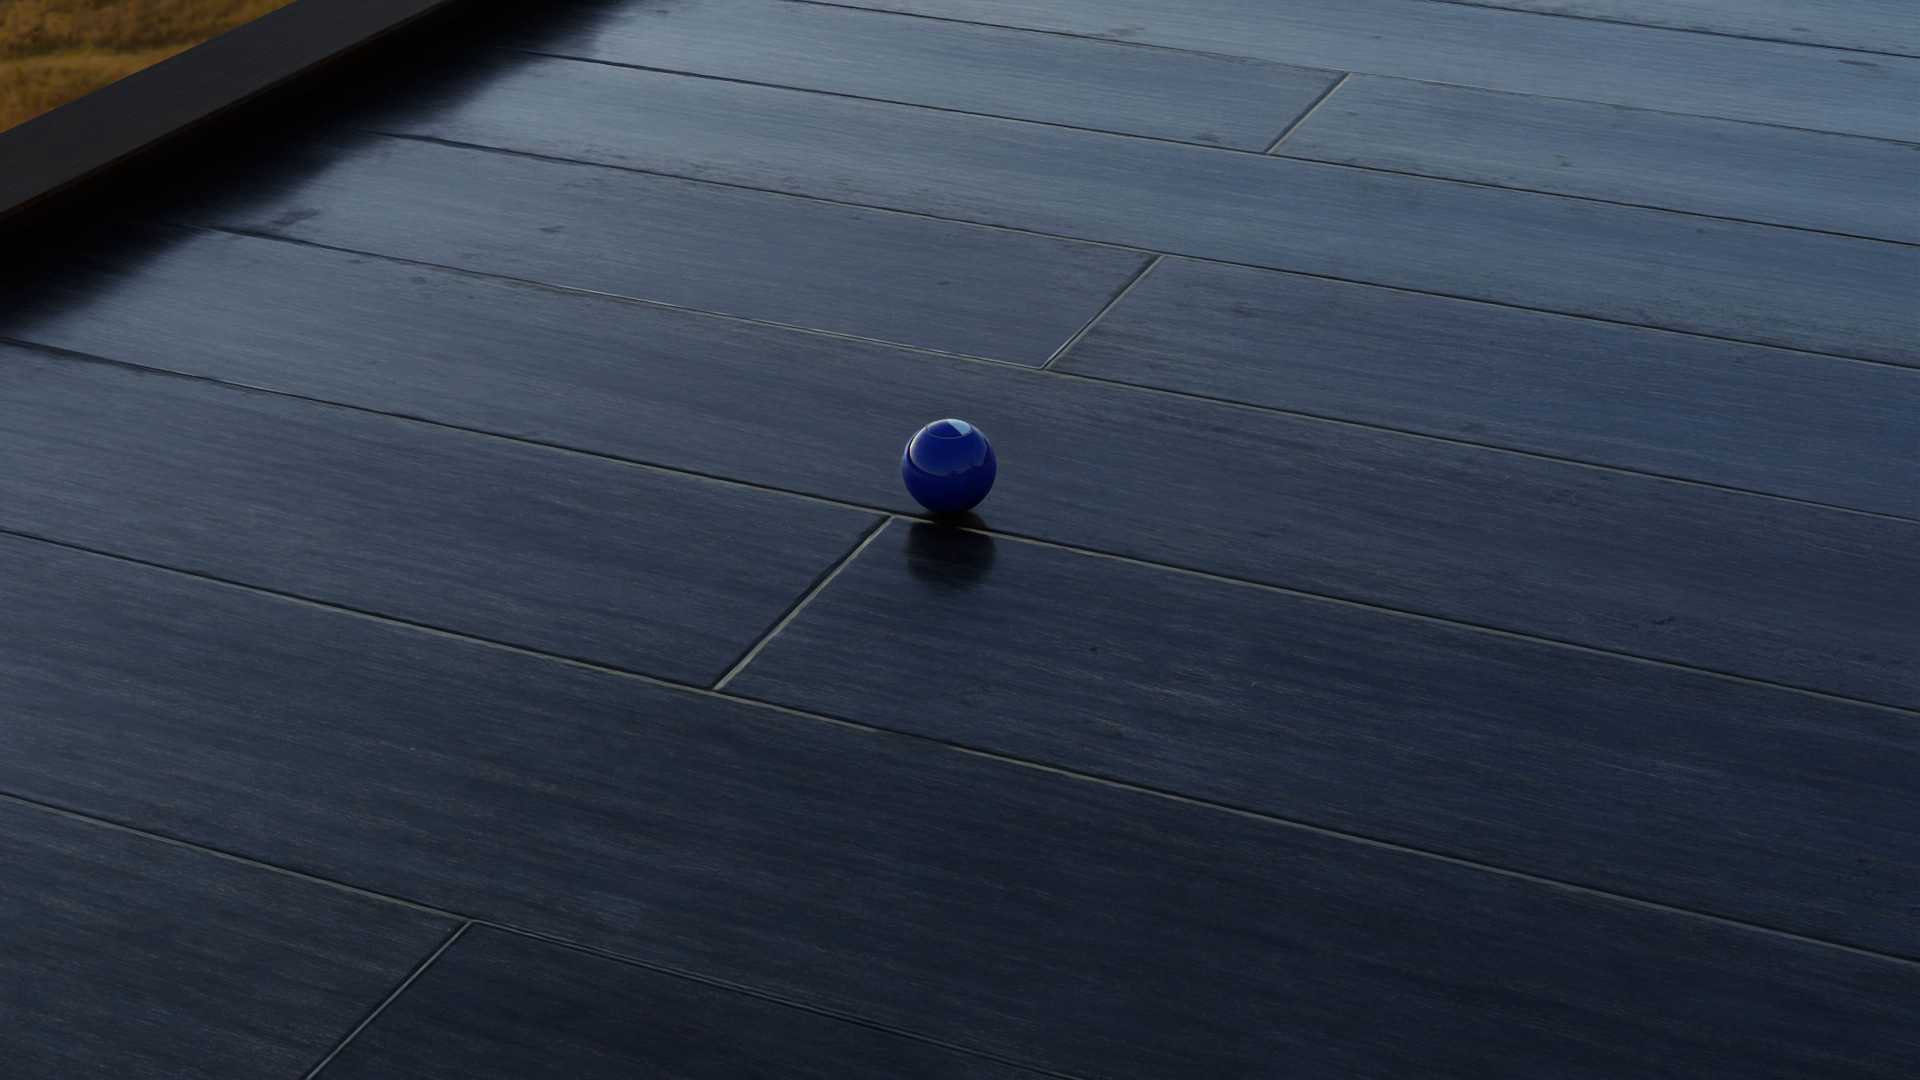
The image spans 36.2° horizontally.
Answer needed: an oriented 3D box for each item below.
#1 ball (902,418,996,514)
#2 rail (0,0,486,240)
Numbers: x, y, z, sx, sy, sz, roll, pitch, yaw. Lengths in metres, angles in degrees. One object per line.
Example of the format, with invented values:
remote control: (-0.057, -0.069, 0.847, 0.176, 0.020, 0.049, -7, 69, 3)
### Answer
ball: (-0.007, -0.047, 1.867, 0.061, 0.061, 0.061, 0, 27, 0)
rail: (-0.481, -0.527, 2.796, 0.045, 0.082, 3.425, 11, 29, 21)
